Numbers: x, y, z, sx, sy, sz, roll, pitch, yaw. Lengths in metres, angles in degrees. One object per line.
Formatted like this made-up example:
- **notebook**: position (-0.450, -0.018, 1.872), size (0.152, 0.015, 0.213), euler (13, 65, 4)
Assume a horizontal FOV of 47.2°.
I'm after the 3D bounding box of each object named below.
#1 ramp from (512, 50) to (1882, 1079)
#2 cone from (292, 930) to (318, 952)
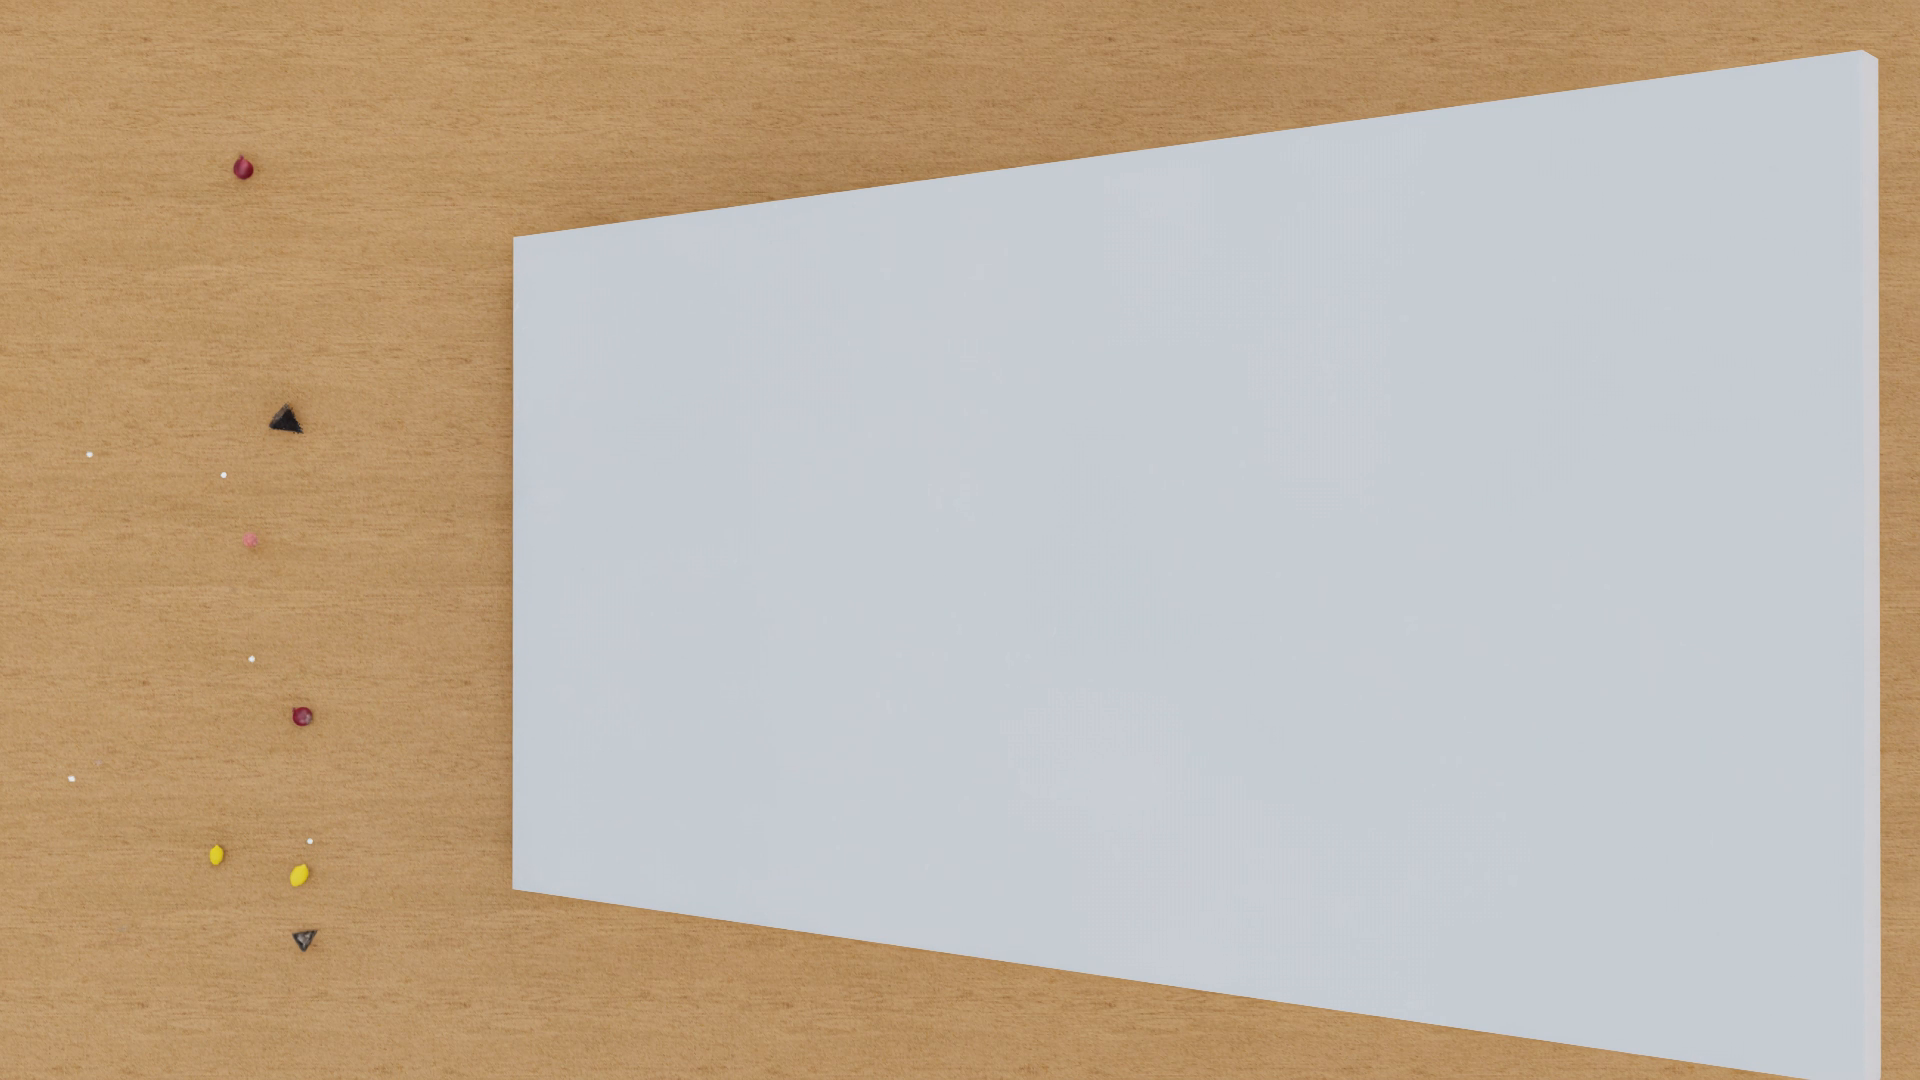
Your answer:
- **ramp**: position (0.217, 0.062, 5.532), size (4.000, 0.100, 2.000), euler (0, 90, 39)
- **cone**: position (-2.016, 1.227, 6.803), size (0.070, 0.070, 0.070), euler (-33, 90, -27)
